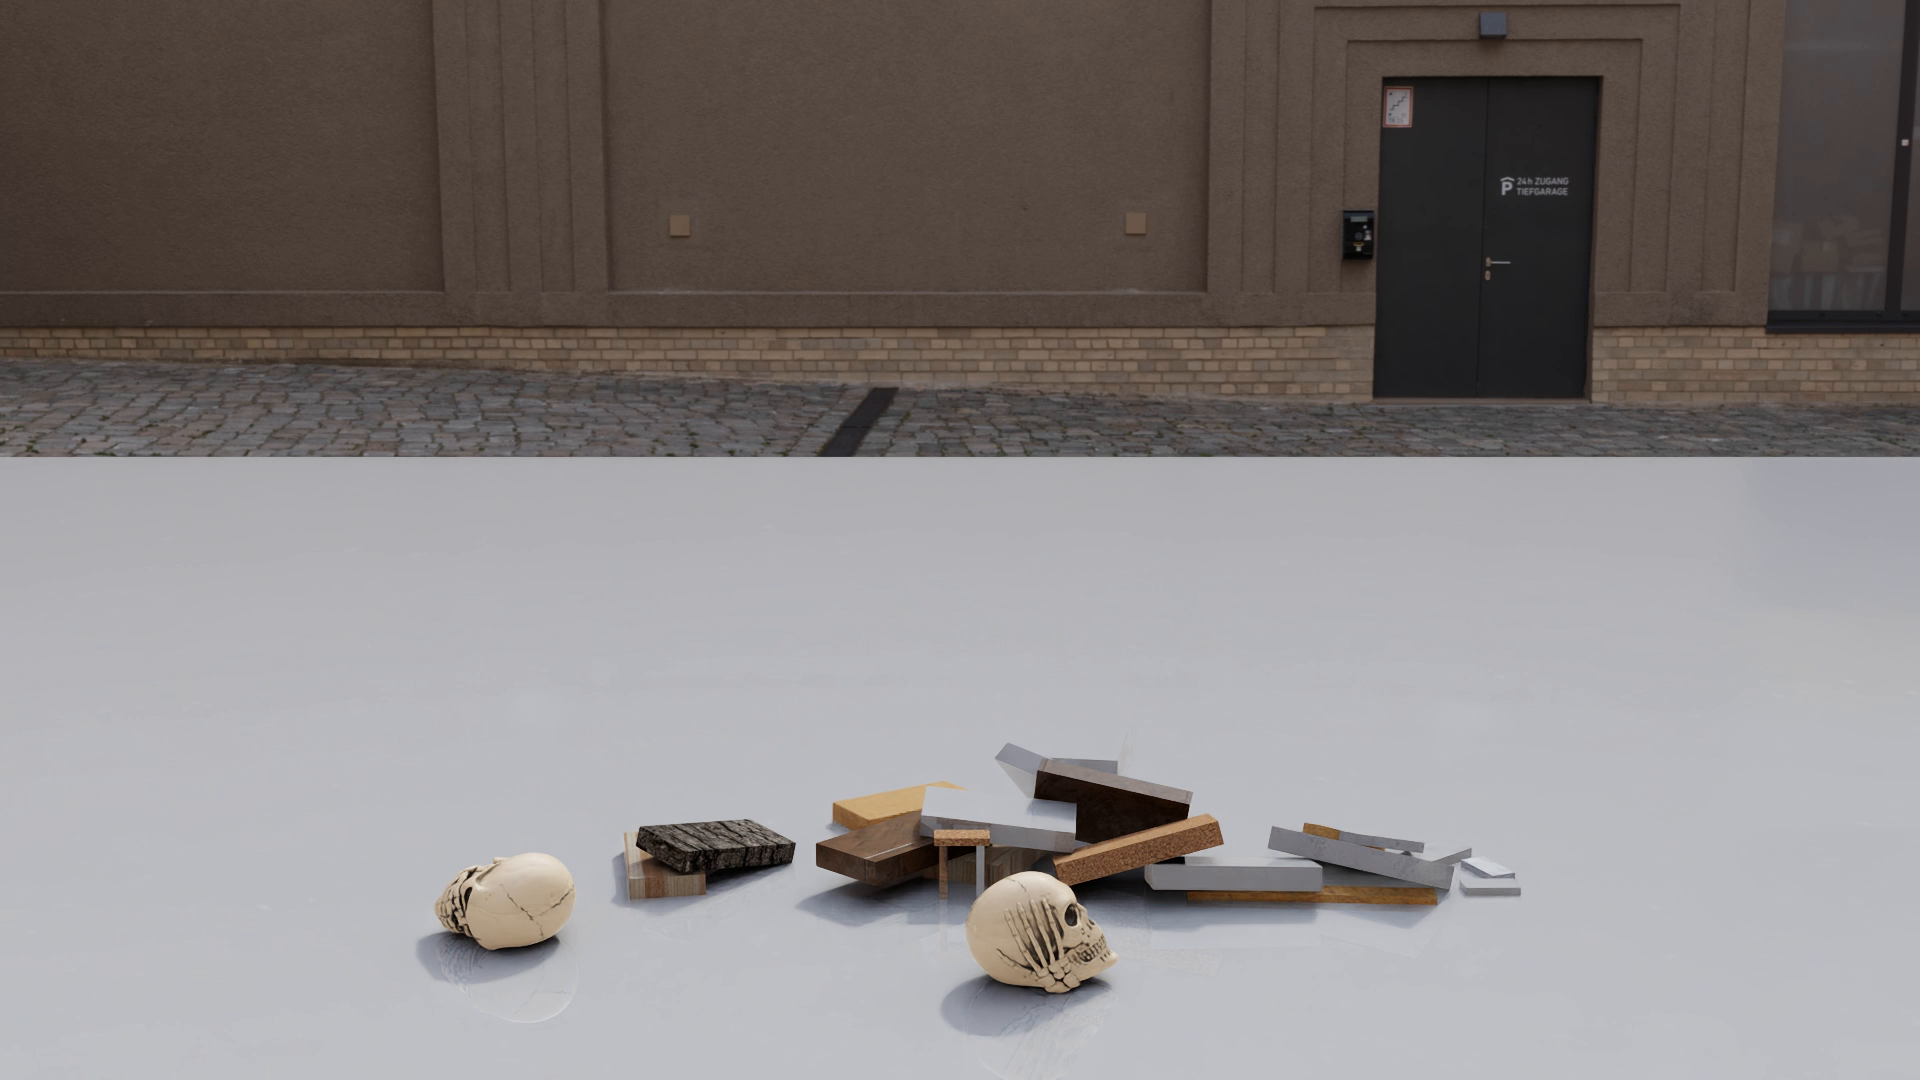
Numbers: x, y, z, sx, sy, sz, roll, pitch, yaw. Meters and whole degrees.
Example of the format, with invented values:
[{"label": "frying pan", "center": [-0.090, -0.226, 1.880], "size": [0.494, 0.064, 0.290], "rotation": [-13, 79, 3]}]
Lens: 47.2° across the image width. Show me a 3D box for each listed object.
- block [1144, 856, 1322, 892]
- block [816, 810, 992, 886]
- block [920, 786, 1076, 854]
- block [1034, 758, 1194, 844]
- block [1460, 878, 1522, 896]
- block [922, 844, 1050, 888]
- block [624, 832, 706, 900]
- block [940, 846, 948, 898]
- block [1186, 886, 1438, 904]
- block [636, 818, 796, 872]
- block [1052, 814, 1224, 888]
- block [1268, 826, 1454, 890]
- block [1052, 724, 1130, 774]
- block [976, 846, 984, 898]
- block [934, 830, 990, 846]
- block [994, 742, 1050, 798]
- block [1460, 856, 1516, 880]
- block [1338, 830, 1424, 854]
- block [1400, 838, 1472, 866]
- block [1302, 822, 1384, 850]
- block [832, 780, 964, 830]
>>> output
[{"label": "block", "center": [0.453, 0.555, 3.660], "size": [0.277, 0.039, 0.139], "rotation": [1, -2, -1]}, {"label": "block", "center": [-0.092, 0.517, 3.734], "size": [0.142, 0.040, 0.283], "rotation": [10, 14, 42]}, {"label": "block", "center": [0.066, 0.477, 3.756], "size": [0.261, 0.037, 0.131], "rotation": [6, 16, 2]}, {"label": "block", "center": [0.262, 0.471, 3.822], "size": [0.268, 0.131, 0.037], "rotation": [12, 32, 10]}, {"label": "block", "center": [0.887, 0.581, 3.682], "size": [0.092, 0.013, 0.046], "rotation": [0, 11, -1]}, {"label": "block", "center": [0.062, 0.537, 3.844], "size": [0.142, 0.040, 0.284], "rotation": [5, 12, 26]}, {"label": "block", "center": [-0.509, 0.553, 3.770], "size": [0.125, 0.035, 0.250], "rotation": [-2, 11, -11]}, {"label": "block", "center": [-0.027, 0.545, 3.658], "size": [0.013, 0.092, 0.046], "rotation": [0, 11, 0]}, {"label": "block", "center": [0.582, 0.587, 3.649], "size": [0.408, 0.013, 0.046], "rotation": [1, 11, 4]}, {"label": "block", "center": [-0.417, 0.523, 3.773], "size": [0.125, 0.035, 0.250], "rotation": [19, 11, 42]}, {"label": "block", "center": [0.295, 0.519, 3.682], "size": [0.277, 0.039, 0.139], "rotation": [-15, -1, -1]}, {"label": "block", "center": [0.677, 0.537, 3.719], "size": [0.277, 0.039, 0.139], "rotation": [8, -7, 38]}, {"label": "block", "center": [0.268, 0.426, 4.452], "size": [0.131, 0.037, 0.261], "rotation": [2, 11, 10]}, {"label": "block", "center": [0.034, 0.545, 3.658], "size": [0.013, 0.092, 0.046], "rotation": [0, 11, 0]}, {"label": "block", "center": [0.003, 0.494, 3.648], "size": [0.092, 0.013, 0.046], "rotation": [0, 11, 0]}, {"label": "block", "center": [0.193, 0.460, 4.000], "size": [0.040, 0.142, 0.284], "rotation": [-48, 31, -17]}, {"label": "block", "center": [0.905, 0.565, 3.769], "size": [0.046, 0.013, 0.092], "rotation": [-4, 11, -22]}, {"label": "block", "center": [0.726, 0.520, 3.792], "size": [0.130, 0.018, 0.065], "rotation": [9, -5, -13]}, {"label": "block", "center": [0.825, 0.551, 3.831], "size": [0.130, 0.018, 0.065], "rotation": [-9, 14, -40]}, {"label": "block", "center": [0.672, 0.521, 3.849], "size": [0.130, 0.018, 0.065], "rotation": [16, -7, -14]}, {"label": "block", "center": [-0.096, 0.498, 4.069], "size": [0.250, 0.035, 0.125], "rotation": [-7, 13, -34]}]
